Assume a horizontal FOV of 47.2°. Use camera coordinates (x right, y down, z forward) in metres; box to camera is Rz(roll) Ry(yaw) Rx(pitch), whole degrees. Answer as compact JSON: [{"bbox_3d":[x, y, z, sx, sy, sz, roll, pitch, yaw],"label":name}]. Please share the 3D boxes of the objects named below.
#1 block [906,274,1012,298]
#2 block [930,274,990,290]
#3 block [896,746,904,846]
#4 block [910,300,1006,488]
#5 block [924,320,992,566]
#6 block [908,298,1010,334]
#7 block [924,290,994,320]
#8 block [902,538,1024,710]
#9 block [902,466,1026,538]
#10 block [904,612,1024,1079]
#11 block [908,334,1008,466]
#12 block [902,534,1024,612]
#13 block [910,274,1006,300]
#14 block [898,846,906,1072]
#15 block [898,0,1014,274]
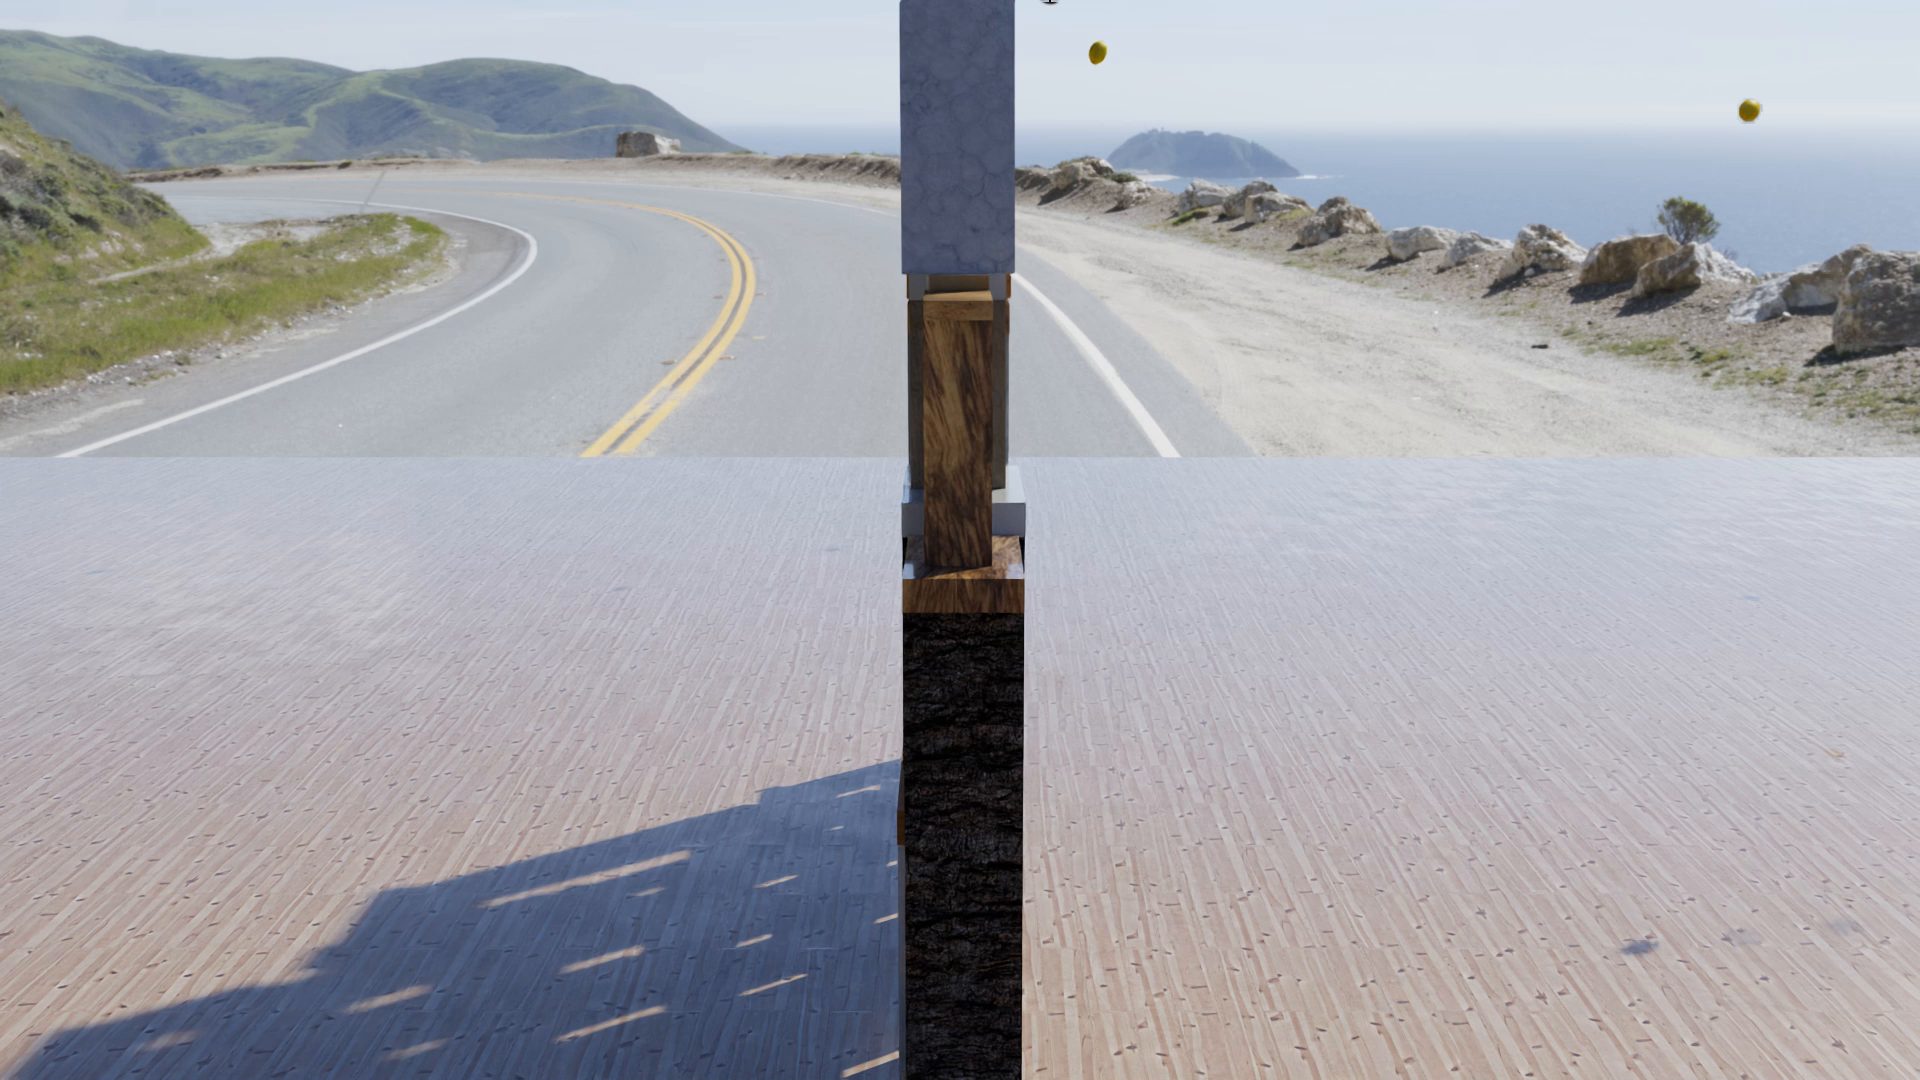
[{"bbox_3d":[-0.002,-0.576,3.647,0.174,0.347,0.049,0,11,0],"label":"block"},{"bbox_3d":[-0.001,-0.345,2.917,0.077,0.022,0.155,0,10,0],"label":"block"},{"bbox_3d":[0.000,0.347,3.041,0.165,0.047,0.330,0,11,0],"label":"block"},{"bbox_3d":[-0.003,-0.205,3.069,0.132,0.265,0.037,0,11,0],"label":"block"},{"bbox_3d":[-0.002,-0.121,2.731,0.085,0.308,0.024,0,11,0],"label":"block"},{"bbox_3d":[-0.003,-0.385,3.693,0.164,0.047,0.329,0,11,0],"label":"block"},{"bbox_3d":[-0.003,-0.294,2.756,0.085,0.024,0.169,0,11,-1],"label":"block"},{"bbox_3d":[0.005,0.151,3.053,0.167,0.335,0.047,0,11,0],"label":"block"},{"bbox_3d":[0.004,-0.057,3.127,0.167,0.047,0.335,0,11,0],"label":"block"},{"bbox_3d":[0.005,0.411,2.787,0.148,0.674,0.042,0,11,0],"label":"block"},{"bbox_3d":[-0.003,-0.180,3.619,0.164,0.328,0.047,0,11,0],"label":"block"},{"bbox_3d":[0.004,0.041,2.820,0.148,0.042,0.297,0,11,0],"label":"block"},{"bbox_3d":[-0.004,-0.370,3.128,0.132,0.037,0.265,0,11,0],"label":"block"},{"bbox_3d":[0.000,0.552,2.968,0.165,0.330,0.047,0,11,0],"label":"block"},{"bbox_3d":[-0.004,-0.613,2.836,0.148,0.535,0.042,0,10,0],"label":"block"}]
